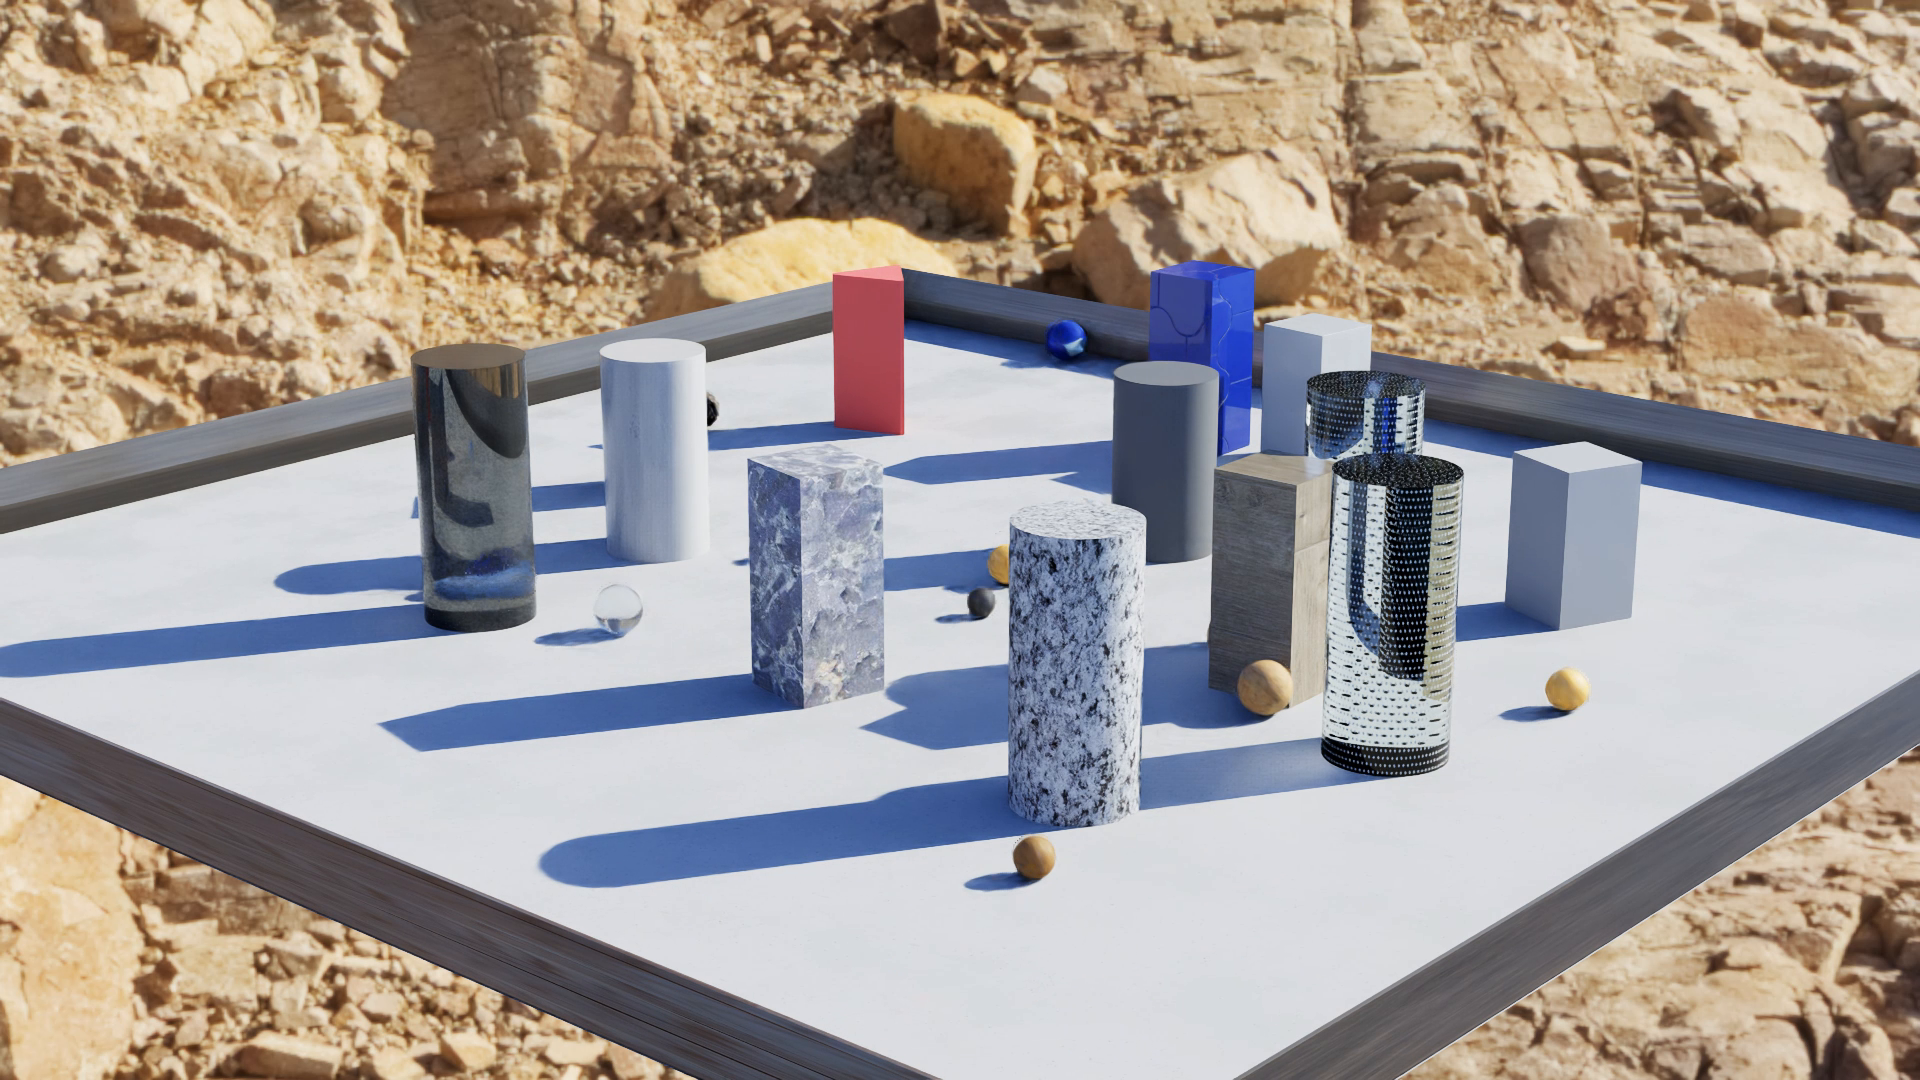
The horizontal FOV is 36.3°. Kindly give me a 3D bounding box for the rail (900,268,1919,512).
[{"bbox_3d":[1.024,-0.310,6.249,3.169,0.124,0.045,14,22,39],"label":"rail"}]

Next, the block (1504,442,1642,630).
[{"bbox_3d":[1.043,-0.009,4.993,0.152,0.275,0.152,-8,19,-25],"label":"block"}]

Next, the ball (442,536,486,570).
[{"bbox_3d":[-0.879,0.033,5.197,0.078,0.078,0.078,0,17,0],"label":"ball"}]

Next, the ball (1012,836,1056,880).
[{"bbox_3d":[0.100,0.426,3.932,0.058,0.058,0.058,0,17,0],"label":"ball"}]

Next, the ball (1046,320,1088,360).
[{"bbox_3d":[0.248,-0.463,6.811,0.094,0.094,0.094,0,17,0],"label":"ball"}]

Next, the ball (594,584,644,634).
[{"bbox_3d":[-0.573,0.116,4.911,0.084,0.084,0.084,0,17,0],"label":"ball"}]

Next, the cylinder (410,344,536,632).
[{"bbox_3d":[-0.820,-0.089,4.952,0.190,0.454,0.190,0,17,0],"label":"cylinder"}]

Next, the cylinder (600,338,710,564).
[{"bbox_3d":[-0.554,-0.164,5.339,0.190,0.372,0.190,0,17,0],"label":"cylinder"}]

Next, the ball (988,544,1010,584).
[{"bbox_3d":[0.084,0.043,5.176,0.071,0.071,0.071,0,17,0],"label":"ball"}]

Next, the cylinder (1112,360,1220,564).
[{"bbox_3d":[0.373,-0.144,5.345,0.190,0.330,0.190,0,17,0],"label":"cylinder"}]

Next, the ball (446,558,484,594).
[{"bbox_3d":[-0.866,0.063,5.122,0.064,0.064,0.064,0,17,0],"label":"ball"}]

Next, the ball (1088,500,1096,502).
[{"bbox_3d":[0.230,-0.027,5.367,0.095,0.095,0.095,0,17,0],"label":"ball"}]

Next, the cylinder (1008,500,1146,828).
[{"bbox_3d":[0.164,0.173,4.138,0.190,0.421,0.190,0,17,0],"label":"cylinder"}]

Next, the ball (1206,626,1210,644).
[{"bbox_3d":[0.432,0.157,4.828,0.053,0.053,0.053,0,17,0],"label":"ball"}]

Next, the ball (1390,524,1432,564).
[{"bbox_3d":[0.812,0.007,5.288,0.075,0.075,0.075,0,17,0],"label":"ball"}]

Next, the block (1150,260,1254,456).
[{"bbox_3d":[0.495,-0.372,6.028,0.152,0.371,0.152,13,21,37],"label":"block"}]

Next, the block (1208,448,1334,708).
[{"bbox_3d":[0.502,0.059,4.620,0.152,0.362,0.152,13,21,37],"label":"block"}]

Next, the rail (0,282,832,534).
[{"bbox_3d":[-1.179,-0.265,6.100,0.045,0.124,3.170,14,22,39],"label":"rail"}]

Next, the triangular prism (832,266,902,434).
[{"bbox_3d":[-0.163,-0.408,6.220,0.165,0.331,0.143,8,19,25],"label":"triangular prism"}]

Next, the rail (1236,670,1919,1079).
[{"bbox_3d":[1.179,0.327,4.141,0.045,0.124,3.170,14,22,39],"label":"rail"}]

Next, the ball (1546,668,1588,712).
[{"bbox_3d":[0.943,0.233,4.556,0.065,0.065,0.065,0,17,0],"label":"ball"}]

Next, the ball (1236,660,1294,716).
[{"bbox_3d":[0.472,0.228,4.536,0.087,0.087,0.087,0,17,0],"label":"ball"}]

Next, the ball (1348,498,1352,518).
[{"bbox_3d":[0.708,-0.060,5.528,0.063,0.063,0.063,0,17,0],"label":"ball"}]

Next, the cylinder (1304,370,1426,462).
[{"bbox_3d":[0.656,-0.038,4.798,0.190,0.445,0.190,0,17,0],"label":"cylinder"}]

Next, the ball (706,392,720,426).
[{"bbox_3d":[-0.551,-0.276,6.215,0.081,0.081,0.081,0,17,0],"label":"ball"}]

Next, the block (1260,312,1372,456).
[{"bbox_3d":[0.719,-0.297,5.930,0.152,0.285,0.152,-15,22,-41],"label":"block"}]

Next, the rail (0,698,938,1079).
[{"bbox_3d":[-1.024,0.372,3.992,3.169,0.124,0.045,14,22,39],"label":"rail"}]

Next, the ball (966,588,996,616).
[{"bbox_3d":[0.036,0.106,5.003,0.051,0.051,0.051,0,17,0],"label":"ball"}]

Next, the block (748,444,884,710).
[{"bbox_3d":[-0.226,0.055,4.615,0.152,0.371,0.152,-12,20,-34],"label":"block"}]

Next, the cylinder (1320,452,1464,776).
[{"bbox_3d":[0.635,0.109,4.319,0.190,0.440,0.190,0,17,0],"label":"cylinder"}]
